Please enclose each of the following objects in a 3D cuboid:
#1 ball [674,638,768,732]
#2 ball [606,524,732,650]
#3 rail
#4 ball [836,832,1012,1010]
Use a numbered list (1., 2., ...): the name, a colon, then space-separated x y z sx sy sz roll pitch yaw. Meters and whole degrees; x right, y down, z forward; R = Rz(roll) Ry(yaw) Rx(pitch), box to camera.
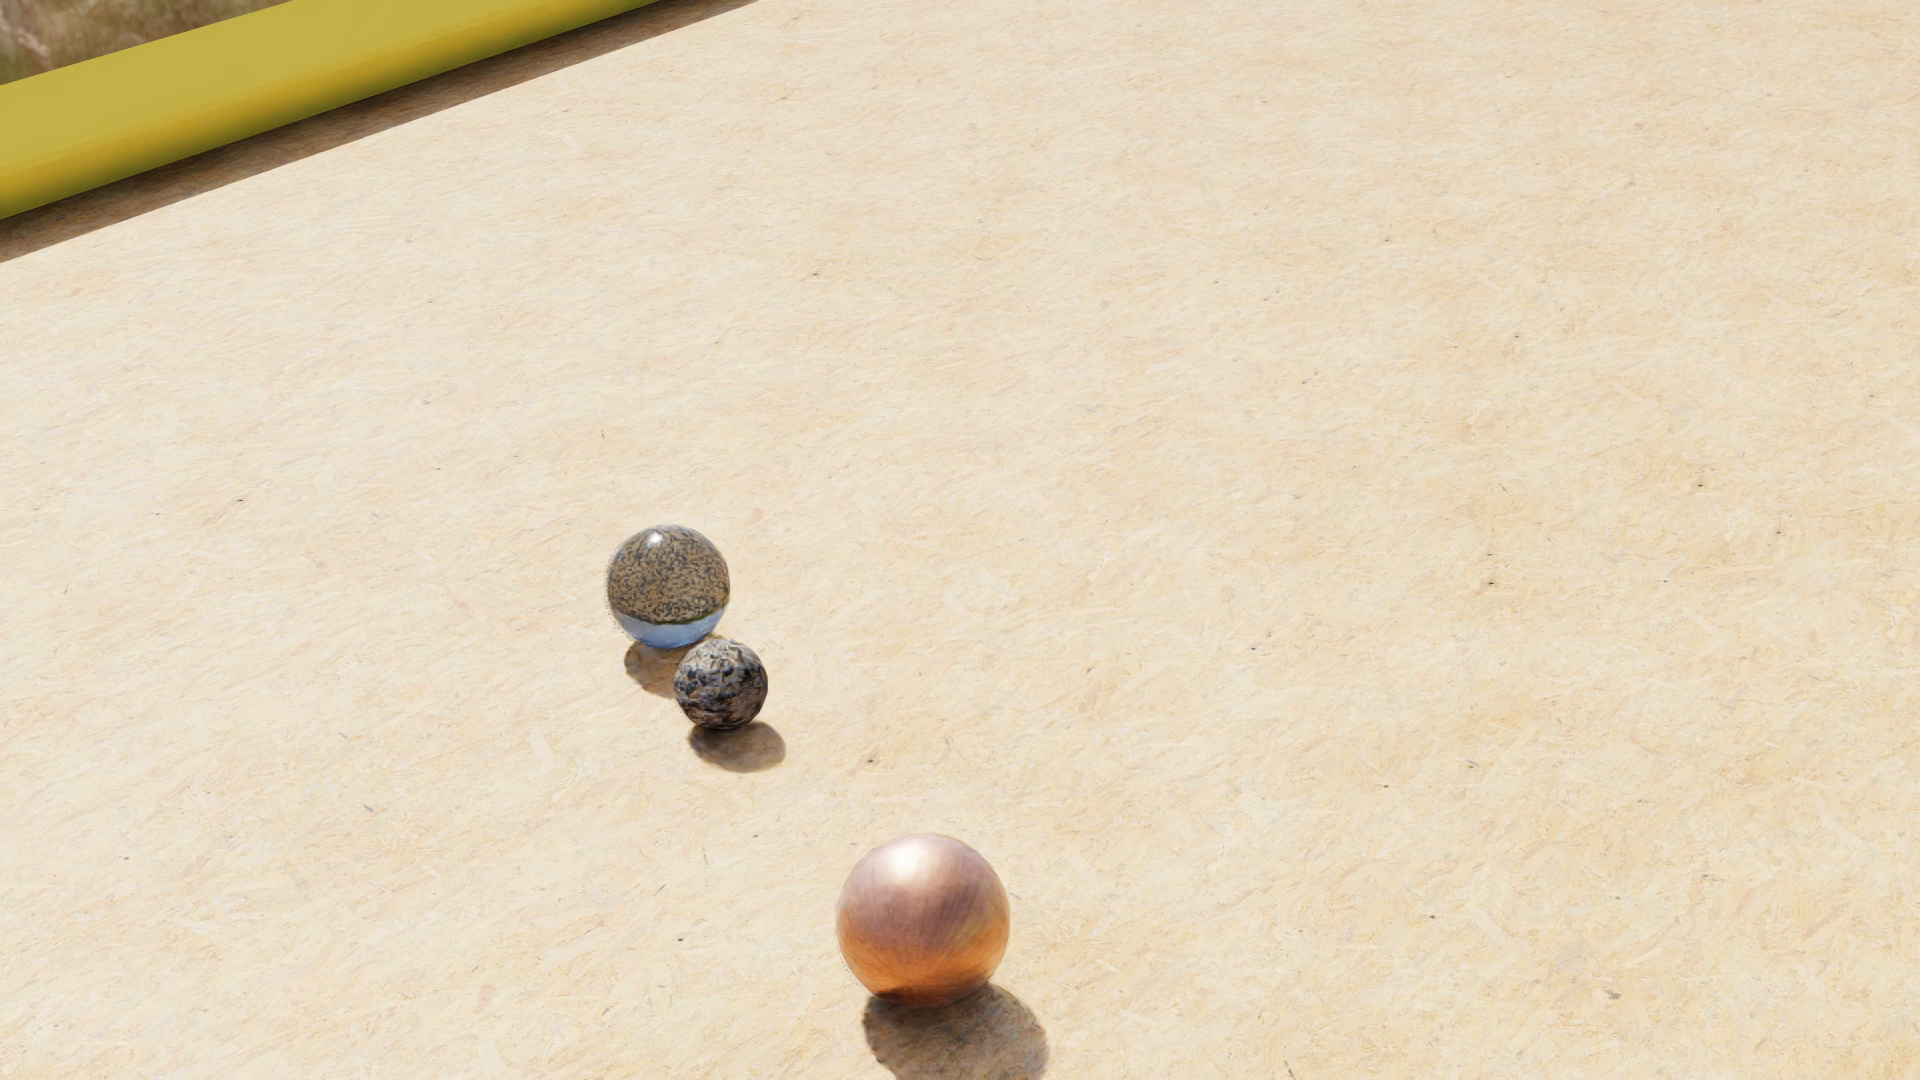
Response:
1. ball: -0.135 0.082 1.665 0.053 0.053 0.053 0 25 0
2. ball: -0.174 0.028 1.755 0.075 0.075 0.075 0 25 0
3. rail: -0.344 -0.592 3.031 0.045 0.110 3.643 16 30 31
4. ball: -0.018 0.183 1.413 0.085 0.085 0.085 0 25 0
